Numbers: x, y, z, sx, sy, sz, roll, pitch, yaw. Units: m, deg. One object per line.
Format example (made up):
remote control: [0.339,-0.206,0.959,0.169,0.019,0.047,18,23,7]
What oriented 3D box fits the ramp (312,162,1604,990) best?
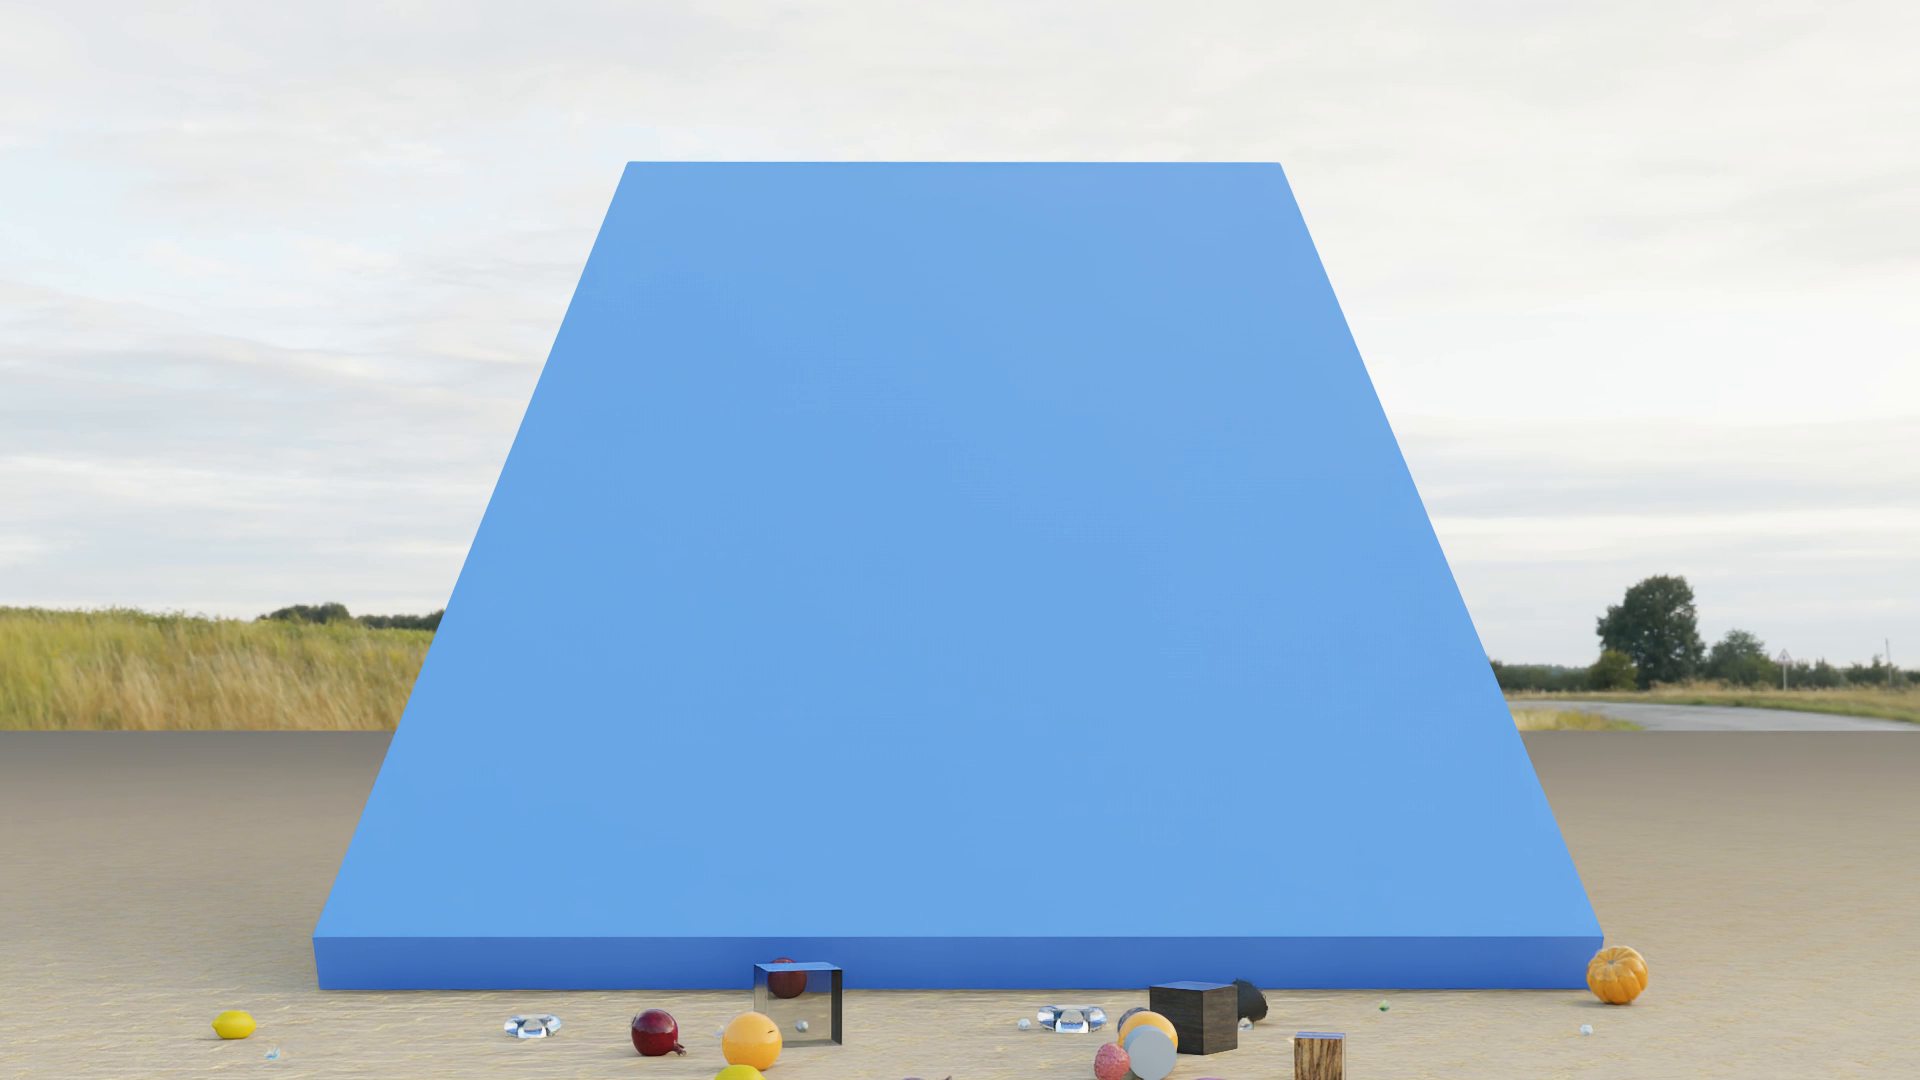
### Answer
ramp: [-0.010,-0.228,5.470,2.000,0.100,4.000,0,26,0]

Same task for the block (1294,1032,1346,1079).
block: [0.417,0.601,2.734,0.055,0.055,0.055,-1,-5,14]

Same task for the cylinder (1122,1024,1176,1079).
cylinder: [0.223,0.604,2.783,0.057,0.057,0.057,0,-4,-2]

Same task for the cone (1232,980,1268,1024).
cone: [0.381,0.656,3.278,0.065,0.065,0.065,-5,20,47]

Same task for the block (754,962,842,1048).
block: [-0.213,0.607,3.089,0.098,0.098,0.098,1,-5,-16]

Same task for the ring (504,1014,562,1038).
ring: [-0.570,0.649,3.153,0.076,0.025,0.076,-1,-4,0]

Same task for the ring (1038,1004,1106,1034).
ring: [0.152,0.650,3.208,0.095,0.032,0.095,1,-5,0]

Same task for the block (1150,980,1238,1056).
block: [0.299,0.610,3.018,0.081,0.081,0.081,-4,-6,38]

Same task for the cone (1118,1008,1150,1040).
cone: [0.238,0.644,3.082,0.052,0.052,0.052,-2,-31,21]
